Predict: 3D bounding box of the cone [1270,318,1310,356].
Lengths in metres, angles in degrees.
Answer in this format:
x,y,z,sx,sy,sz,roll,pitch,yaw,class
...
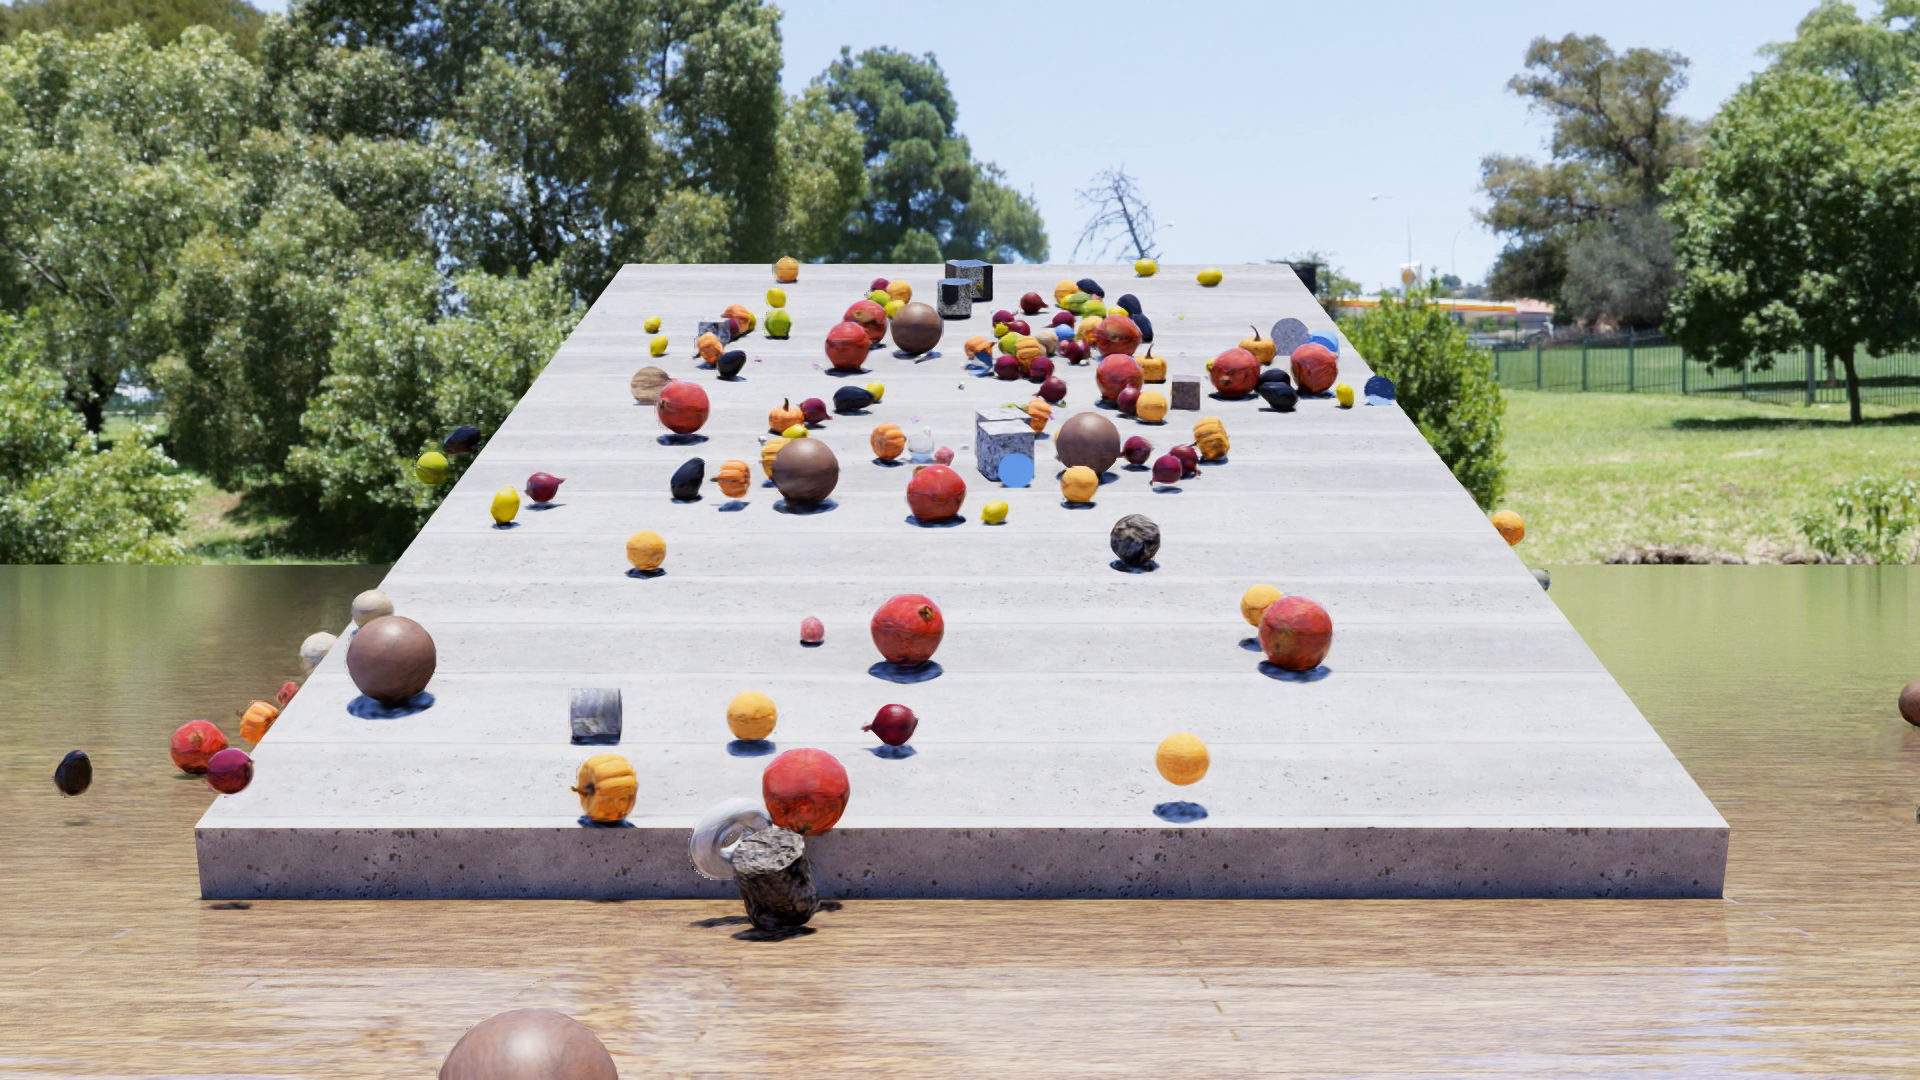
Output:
x,y,z,sx,sy,sz,roll,pitch,yaw,class
0.820,-0.497,5.589,0.099,0.099,0.099,0,-9,0,cone

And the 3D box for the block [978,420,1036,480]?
x,y,z,sx,sy,sz,roll,pitch,yaw,class
0.094,-0.183,4.513,0.093,0.093,0.093,-5,18,-14,block

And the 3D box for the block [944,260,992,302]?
x,y,z,sx,sy,sz,roll,pitch,yaw,class
0.025,-0.720,6.202,0.099,0.099,0.099,-9,20,-26,block

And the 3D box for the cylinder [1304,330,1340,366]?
x,y,z,sx,sy,sz,roll,pitch,yaw,class
0.883,-0.469,5.448,0.077,0.077,0.077,0,17,18,cylinder

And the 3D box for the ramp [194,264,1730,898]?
x,y,z,sx,sy,sz,roll,pitch,yaw,class
-0.003,-0.181,4.825,2.000,0.100,4.000,0,18,0,ramp

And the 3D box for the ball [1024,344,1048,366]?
x,y,z,sx,sy,sz,roll,pitch,yaw,class
0.184,-0.449,5.416,0.056,0.056,0.056,0,0,0,ball

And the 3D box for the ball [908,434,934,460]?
x,y,z,sx,sy,sz,roll,pitch,yaw,class
-0.080,-0.192,4.600,0.056,0.056,0.056,0,0,0,ball

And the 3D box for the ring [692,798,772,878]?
x,y,z,sx,sy,sz,roll,pitch,yaw,class
-0.279,0.365,2.732,0.110,0.110,0.037,0,26,-40,ring

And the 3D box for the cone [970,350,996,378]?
x,y,z,sx,sy,sz,roll,pitch,yaw,class
0.067,-0.413,5.346,0.065,0.065,0.065,0,-13,34,cone

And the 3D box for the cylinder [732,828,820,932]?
x,y,z,sx,sy,sz,roll,pitch,yaw,class
-0.218,0.404,2.646,0.087,0.087,0.087,-9,29,5,cylinder

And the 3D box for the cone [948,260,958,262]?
x,y,z,sx,sy,sz,roll,pitch,yaw,class
-0.031,-0.795,6.565,0.051,0.051,0.051,0,-11,-25,cone

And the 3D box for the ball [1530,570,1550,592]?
x,y,z,sx,sy,sz,roll,pitch,yaw,class
1.276,0.093,4.926,0.054,0.054,0.054,0,0,0,ball

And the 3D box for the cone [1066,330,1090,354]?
x,y,z,sx,sy,sz,roll,pitch,yaw,class
0.295,-0.501,5.580,0.057,0.057,0.057,0,18,0,cone

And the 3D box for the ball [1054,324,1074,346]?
x,y,z,sx,sy,sz,roll,pitch,yaw,class
0.261,-0.514,5.597,0.053,0.053,0.053,0,0,0,ball

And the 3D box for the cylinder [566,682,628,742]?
x,y,z,sx,sy,sz,roll,pitch,yaw,class
-0.520,0.245,3.192,0.067,0.067,0.067,-21,5,-15,cylinder

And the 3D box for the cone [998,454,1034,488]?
x,y,z,sx,sy,sz,roll,pitch,yaw,class
0.113,-0.132,4.451,0.071,0.071,0.071,0,-9,3,cone

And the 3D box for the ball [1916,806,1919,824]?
x,y,z,sx,sy,sz,roll,pitch,yaw,class
1.583,0.448,3.621,0.055,0.055,0.055,0,0,0,ball

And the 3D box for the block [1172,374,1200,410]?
x,y,z,sx,sy,sz,roll,pitch,yaw,class
0.511,-0.335,5.043,0.064,0.064,0.064,2,18,5,block

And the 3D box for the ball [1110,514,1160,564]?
x,y,z,sx,sy,sz,roll,pitch,yaw,class
0.310,-0.001,3.944,0.089,0.089,0.089,0,0,0,ball

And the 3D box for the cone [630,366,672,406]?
x,y,z,sx,sy,sz,roll,pitch,yaw,class
-0.703,-0.340,5.091,0.093,0.093,0.093,0,-9,-5,cone

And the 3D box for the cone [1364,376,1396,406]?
x,y,z,sx,sy,sz,roll,pitch,yaw,class
0.946,-0.332,5.086,0.073,0.073,0.073,0,-9,-7,cone

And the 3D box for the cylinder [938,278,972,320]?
x,y,z,sx,sy,sz,roll,pitch,yaw,class
-0.014,-0.647,5.980,0.093,0.093,0.093,0,18,0,cylinder

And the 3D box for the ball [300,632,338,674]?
x,y,z,sx,sy,sz,roll,pitch,yaw,class
-1.112,0.199,3.888,0.076,0.076,0.076,0,0,0,ball

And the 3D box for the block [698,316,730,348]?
x,y,z,sx,sy,sz,roll,pitch,yaw,class
-0.622,-0.526,5.645,0.064,0.064,0.064,4,18,11,block

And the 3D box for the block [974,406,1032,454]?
x,y,z,sx,sy,sz,roll,pitch,yaw,class
0.089,-0.219,4.630,0.090,0.090,0.090,-6,19,-19,block

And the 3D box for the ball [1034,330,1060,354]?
x,y,z,sx,sy,sz,roll,pitch,yaw,class
0.215,-0.493,5.543,0.063,0.063,0.063,0,0,0,ball

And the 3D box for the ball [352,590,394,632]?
x,y,z,sx,sy,sz,roll,pitch,yaw,class
-0.950,0.115,3.608,0.068,0.068,0.068,0,0,0,ball
